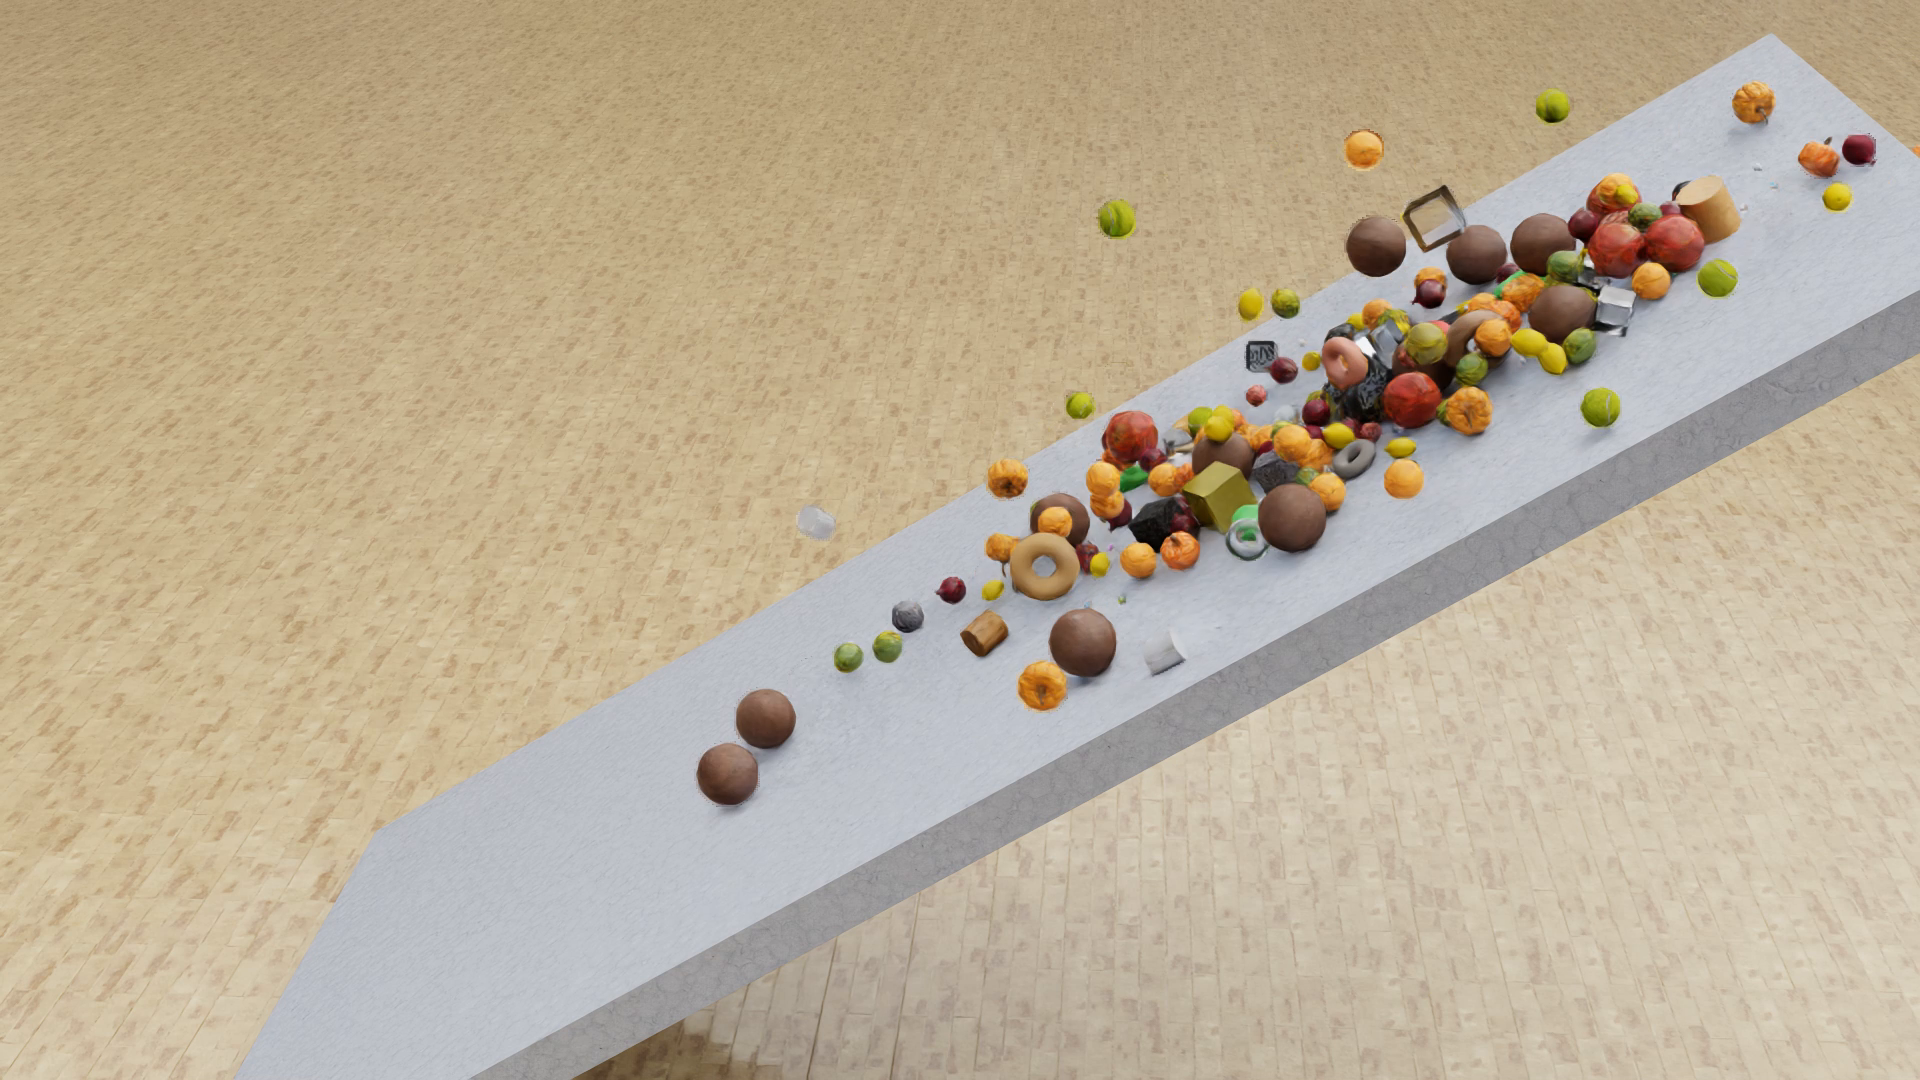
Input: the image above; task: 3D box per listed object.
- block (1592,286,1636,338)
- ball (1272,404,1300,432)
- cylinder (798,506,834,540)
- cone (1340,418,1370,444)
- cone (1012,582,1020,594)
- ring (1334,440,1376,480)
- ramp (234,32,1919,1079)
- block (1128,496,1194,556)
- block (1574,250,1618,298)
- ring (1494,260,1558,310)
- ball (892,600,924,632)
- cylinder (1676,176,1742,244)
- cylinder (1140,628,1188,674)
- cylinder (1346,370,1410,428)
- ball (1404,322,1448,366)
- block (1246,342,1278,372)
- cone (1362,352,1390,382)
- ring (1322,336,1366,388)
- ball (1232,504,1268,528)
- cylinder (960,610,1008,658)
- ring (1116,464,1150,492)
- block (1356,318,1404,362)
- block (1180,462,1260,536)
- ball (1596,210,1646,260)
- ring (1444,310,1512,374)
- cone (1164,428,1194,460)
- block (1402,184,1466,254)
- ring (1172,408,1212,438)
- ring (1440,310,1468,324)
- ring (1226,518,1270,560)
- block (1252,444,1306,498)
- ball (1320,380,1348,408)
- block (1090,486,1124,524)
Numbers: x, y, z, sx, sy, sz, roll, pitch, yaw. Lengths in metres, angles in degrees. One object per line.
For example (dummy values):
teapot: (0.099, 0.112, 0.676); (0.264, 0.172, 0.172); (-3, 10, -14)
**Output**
block: (1.235, -0.432, 5.552); (0.064, 0.064, 0.064); (15, 37, 14)
ball: (0.688, -0.256, 6.197); (0.058, 0.058, 0.058); (0, 20, 0)
cylinder: (-0.344, -0.041, 7.036); (0.063, 0.063, 0.063); (18, -7, 41)
cone: (0.800, -0.216, 5.906); (0.054, 0.054, 0.054); (10, 22, 29)
cone: (0.143, 0.089, 6.297); (0.052, 0.052, 0.052); (-4, 18, 16)
ring: (0.770, -0.158, 5.739); (0.093, 0.031, 0.093); (-34, 29, 22)
ramp: (0.141, 0.169, 6.290); (4.000, 0.100, 2.000); (-30, 15, 13)
block: (0.409, -0.028, 6.009); (0.079, 0.079, 0.079); (-17, 22, 47)
block: (1.257, -0.524, 5.815); (0.061, 0.061, 0.061); (21, 38, 15)
ring: (1.166, -0.527, 6.065); (0.149, 0.050, 0.149); (-33, 6, 4)
ball: (-0.116, 0.168, 6.488); (0.071, 0.071, 0.071); (0, 20, 0)
cylinder: (1.458, -0.643, 5.727); (0.095, 0.095, 0.095); (-26, 27, 14)
cylinder: (0.372, 0.204, 5.377); (0.063, 0.063, 0.063); (-28, 13, 17)
cylinder: (0.839, -0.282, 5.901); (0.091, 0.091, 0.091); (-24, 6, 31)
ball: (0.869, -0.367, 5.492); (0.080, 0.080, 0.080); (0, 20, 0)
block: (0.672, -0.407, 6.546); (0.059, 0.059, 0.059); (0, -7, 14)
cone: (0.846, -0.369, 6.167); (0.092, 0.092, 0.092); (-31, 15, 9)
ring: (0.785, -0.364, 6.012); (0.037, 0.112, 0.112); (-29, 32, -30)
ball: (0.562, -0.033, 5.700); (0.072, 0.072, 0.072); (0, 20, 0)
cylinder: (0.051, 0.193, 6.063); (0.070, 0.070, 0.070); (-41, 38, -25)
ring: (0.384, -0.138, 6.513); (0.087, 0.029, 0.087); (-31, 16, 10)
block: (0.893, -0.417, 6.218); (0.065, 0.065, 0.065); (-33, -2, -24)
block: (0.522, -0.084, 5.891); (0.096, 0.096, 0.096); (-37, 25, -15)
ball: (1.333, -0.615, 5.925); (0.098, 0.098, 0.098); (0, 20, 0)
ring: (1.016, -0.388, 5.775); (0.144, 0.144, 0.048); (-5, 37, -13)
cone: (0.470, -0.198, 6.517); (0.072, 0.072, 0.072); (15, 49, -18)
block: (0.989, -0.668, 6.127); (0.091, 0.091, 0.091); (-27, 14, 25)
ring: (0.519, -0.257, 6.597); (0.108, 0.036, 0.108); (-32, 15, 9)
ring: (1.021, -0.440, 6.138); (0.108, 0.036, 0.108); (-30, 16, 10)
ring: (0.551, -0.001, 5.630); (0.087, 0.087, 0.029); (1, -21, 2)
block: (0.640, -0.140, 5.910); (0.067, 0.067, 0.067); (-23, 18, 34)
ball: (0.784, -0.307, 6.164); (0.056, 0.056, 0.056); (0, 20, 0)
block: (0.320, -0.078, 6.407); (0.052, 0.052, 0.052); (-30, 15, 13)
